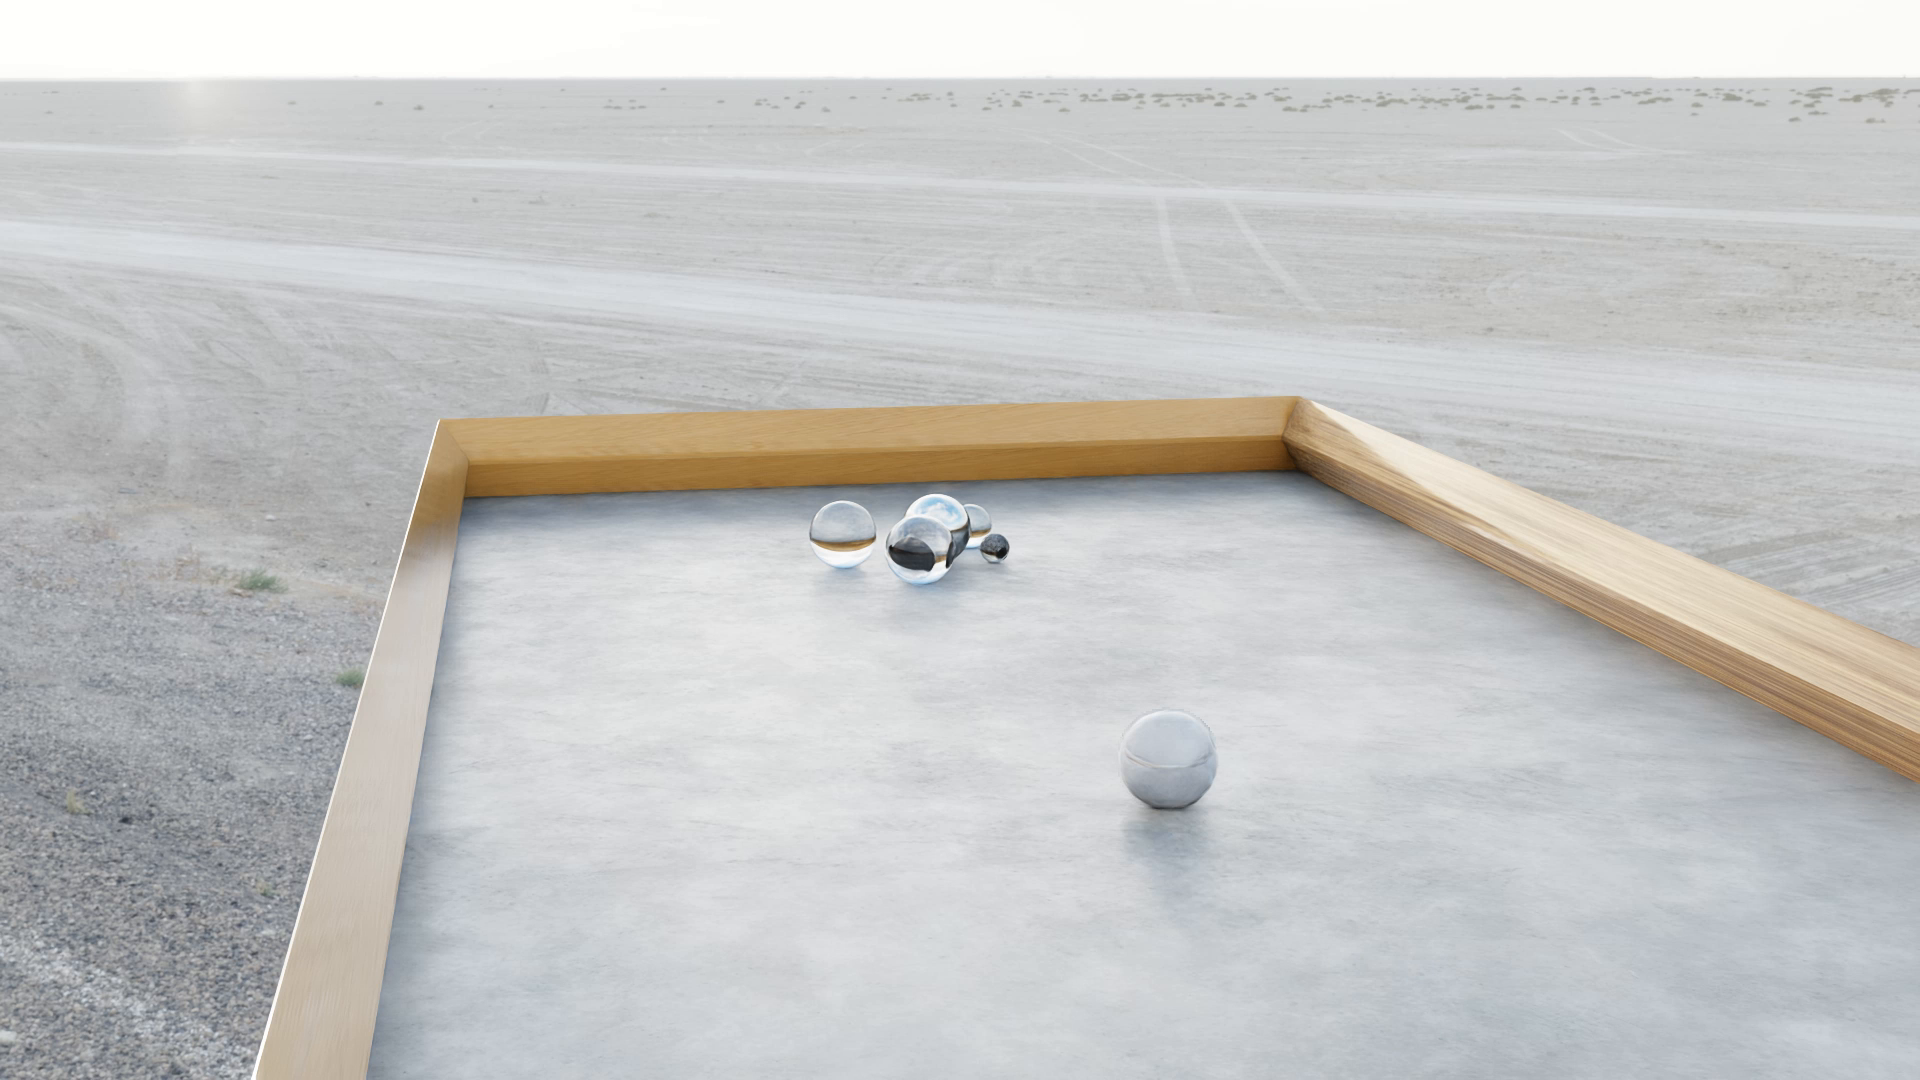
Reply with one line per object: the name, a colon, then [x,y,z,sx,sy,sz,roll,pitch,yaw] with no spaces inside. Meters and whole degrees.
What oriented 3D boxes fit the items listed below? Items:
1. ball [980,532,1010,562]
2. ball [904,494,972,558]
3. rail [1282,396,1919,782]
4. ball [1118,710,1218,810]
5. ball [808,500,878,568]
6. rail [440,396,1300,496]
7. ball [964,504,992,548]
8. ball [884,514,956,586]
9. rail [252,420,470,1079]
ball: [0.047,0.010,2.956,0.040,0.040,0.040,0,12,0]
ball: [-0.032,-0.015,2.947,0.094,0.094,0.094,0,12,0]
rail: [0.784,0.080,2.415,0.045,0.122,2.594,-2,12,-11]
ball: [0.185,0.195,1.949,0.088,0.088,0.088,0,12,0]
ball: [-0.155,-0.007,2.918,0.090,0.090,0.090,0,12,0]
rail: [-0.117,-0.148,3.517,1.397,0.122,0.045,-2,12,-11]
ball: [0.014,-0.019,3.048,0.061,0.061,0.061,0,12,0]
ball: [-0.051,0.013,2.821,0.091,0.091,0.091,0,12,0]
rail: [-0.542,0.131,2.168,0.045,0.122,2.594,-2,12,-11]
